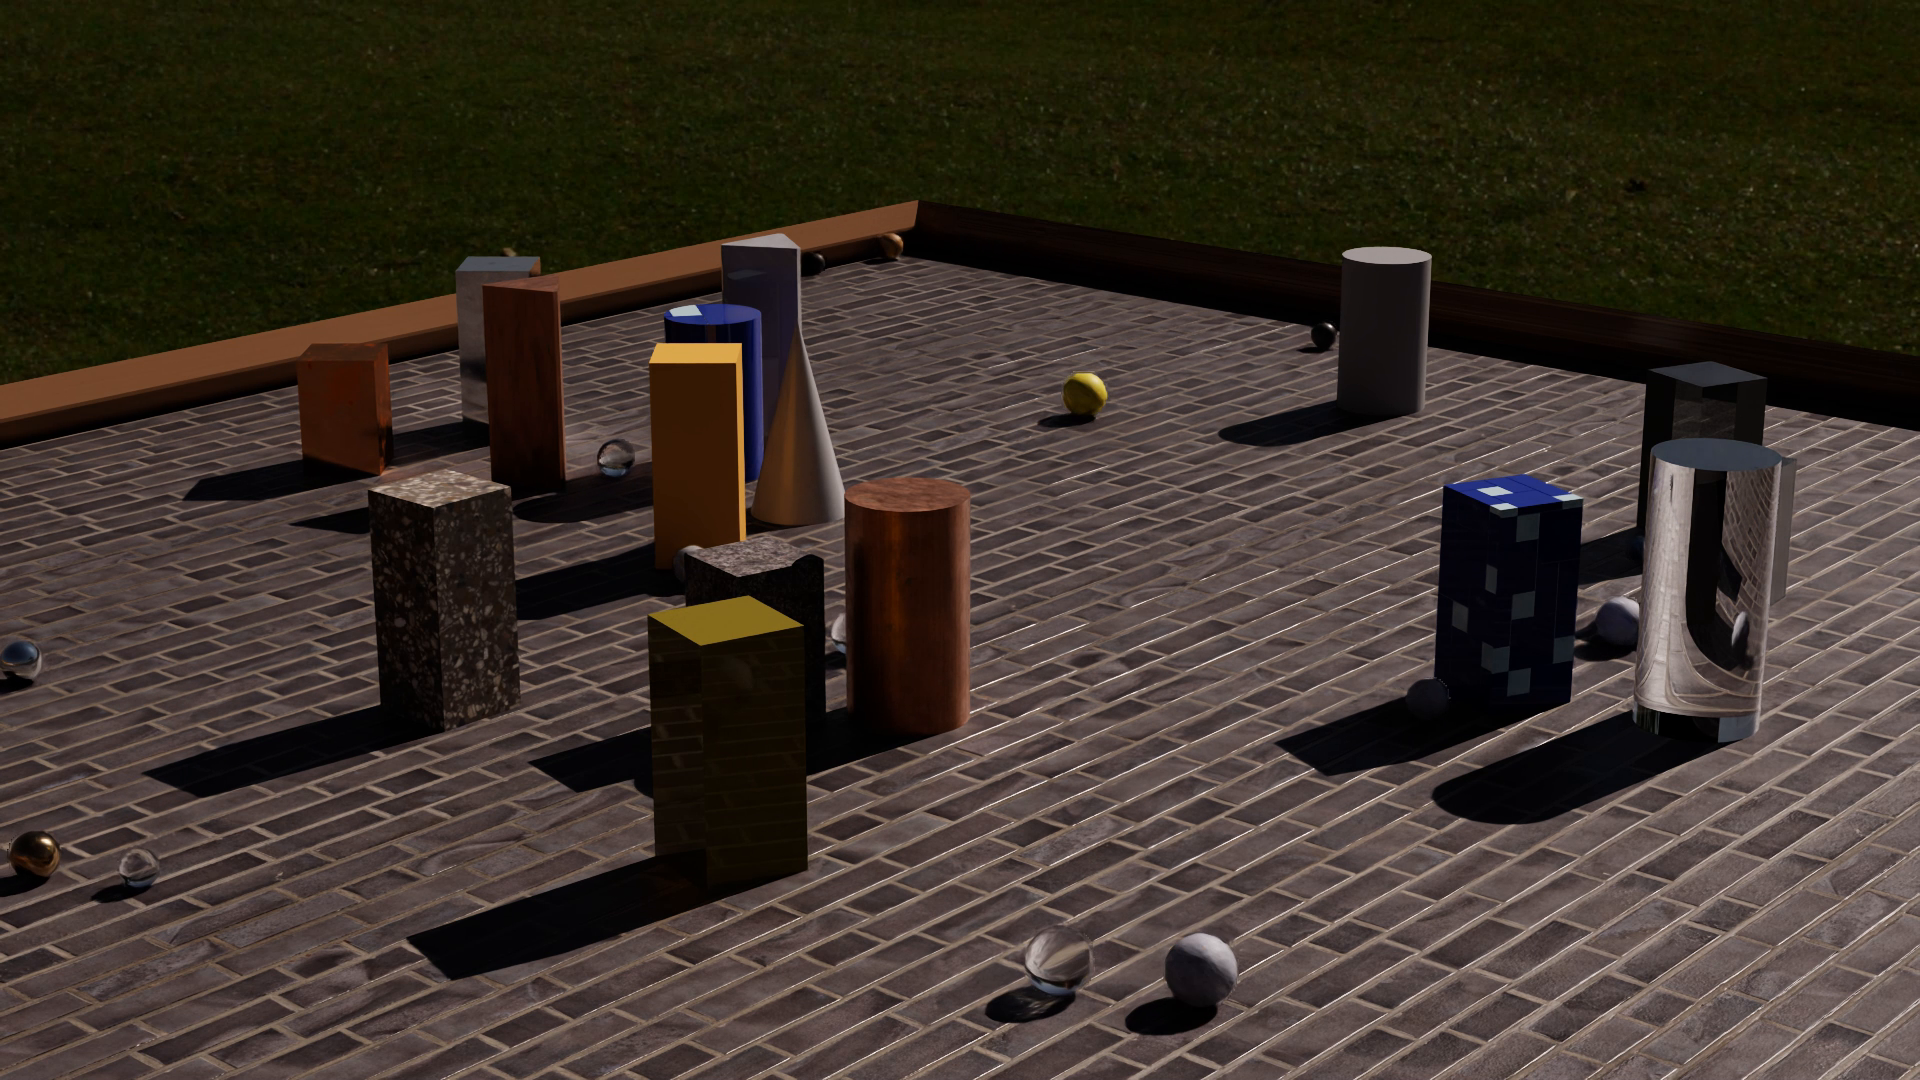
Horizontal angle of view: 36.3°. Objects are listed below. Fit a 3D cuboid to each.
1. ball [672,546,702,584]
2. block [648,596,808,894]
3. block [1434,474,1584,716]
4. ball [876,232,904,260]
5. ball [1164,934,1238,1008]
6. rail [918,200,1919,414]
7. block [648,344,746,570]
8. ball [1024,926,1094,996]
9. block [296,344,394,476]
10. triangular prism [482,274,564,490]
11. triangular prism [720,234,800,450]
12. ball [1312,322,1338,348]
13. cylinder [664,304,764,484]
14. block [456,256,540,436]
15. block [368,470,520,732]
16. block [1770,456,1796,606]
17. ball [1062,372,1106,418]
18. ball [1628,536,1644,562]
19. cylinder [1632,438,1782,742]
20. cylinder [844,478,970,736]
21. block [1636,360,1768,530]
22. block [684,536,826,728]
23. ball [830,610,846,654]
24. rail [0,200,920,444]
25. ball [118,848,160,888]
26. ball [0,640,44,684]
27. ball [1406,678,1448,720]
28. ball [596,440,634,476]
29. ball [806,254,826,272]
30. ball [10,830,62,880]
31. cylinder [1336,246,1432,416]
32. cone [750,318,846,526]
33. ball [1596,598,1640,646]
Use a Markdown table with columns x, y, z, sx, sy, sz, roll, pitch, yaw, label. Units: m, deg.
| x | y | z | sx | sy | sz | roll | pitch | yaw | label |
| --- | --- | --- | --- | --- | --- | --- | --- | --- | --- |
| -0.471 | 0.045 | 5.172 | 0.070 | 0.070 | 0.070 | 0 | 17 | 0 | ball |
| -0.311 | 0.273 | 3.937 | 0.153 | 0.348 | 0.153 | -10 | 20 | -31 | block |
| 0.856 | 0.084 | 4.587 | 0.153 | 0.333 | 0.153 | -8 | 18 | -24 | block |
| -0.190 | -0.797 | 7.956 | 0.072 | 0.072 | 0.072 | 0 | 17 | 0 | ball |
| 0.293 | 0.522 | 3.559 | 0.089 | 0.089 | 0.089 | 0 | 17 | 0 | ball |
| 1.500 | -0.468 | 6.775 | 4.322 | 0.124 | 0.045 | 14 | 22 | 39 | rail |
| -0.471 | -0.152 | 5.286 | 0.153 | 0.380 | 0.153 | 0 | 17 | 0 | block |
| 0.121 | 0.515 | 3.589 | 0.085 | 0.085 | 0.085 | 0 | 17 | 0 | ball |
| -1.237 | -0.264 | 5.907 | 0.153 | 0.236 | 0.153 | 0 | 17 | 0 | block |
| -0.828 | -0.317 | 5.805 | 0.166 | 0.397 | 0.144 | 7 | 18 | 22 | triangular prism |
| -0.388 | -0.410 | 6.063 | 0.166 | 0.426 | 0.144 | 4 | 17 | 13 | triangular prism |
| 0.862 | -0.485 | 6.941 | 0.061 | 0.061 | 0.061 | 0 | 17 | 0 | ball |
| -0.488 | -0.288 | 5.830 | 0.191 | 0.328 | 0.191 | 0 | 17 | 0 | cylinder |
| -0.966 | -0.408 | 6.183 | 0.153 | 0.353 | 0.153 | 0 | 17 | 1 | block |
| -0.794 | 0.091 | 4.524 | 0.153 | 0.356 | 0.153 | 14 | 22 | 38 | block |
| 1.333 | -0.015 | 5.063 | 0.153 | 0.248 | 0.153 | 12 | 20 | 34 | block |
| 0.268 | -0.313 | 6.312 | 0.096 | 0.096 | 0.096 | 0 | 17 | 0 | ball |
| 1.233 | 0.016 | 5.308 | 0.047 | 0.047 | 0.047 | 0 | 17 | 0 | ball |
| 1.134 | 0.075 | 4.459 | 0.191 | 0.425 | 0.191 | 0 | 17 | 0 | cylinder |
| -0.080 | 0.101 | 4.492 | 0.191 | 0.356 | 0.191 | 0 | 17 | 0 | cylinder |
| 1.378 | -0.161 | 5.450 | 0.153 | 0.304 | 0.153 | -8 | 19 | -26 | block |
| -0.313 | 0.150 | 4.489 | 0.153 | 0.263 | 0.153 | -12 | 21 | -35 | block |
| -0.174 | 0.152 | 4.806 | 0.077 | 0.077 | 0.077 | 0 | 17 | 0 | ball |
| -1.614 | -0.374 | 6.462 | 0.045 | 0.124 | 4.624 | 14 | 22 | 39 | rail |
| -1.092 | 0.437 | 3.904 | 0.053 | 0.053 | 0.053 | 0 | 17 | 0 | ball |
| -1.499 | 0.195 | 4.681 | 0.068 | 0.068 | 0.068 | 0 | 17 | 0 | ball |
| 0.720 | 0.246 | 4.516 | 0.065 | 0.065 | 0.065 | 0 | 17 | 0 | ball |
| -0.688 | -0.163 | 5.853 | 0.074 | 0.074 | 0.074 | 0 | 17 | 0 | ball |
| -0.382 | -0.735 | 7.789 | 0.051 | 0.051 | 0.051 | 0 | 17 | 0 | ball |
| -1.239 | 0.423 | 3.929 | 0.066 | 0.066 | 0.066 | 0 | 17 | 0 | ball |
| 0.921 | -0.455 | 6.372 | 0.191 | 0.333 | 0.191 | 0 | 17 | 0 | cylinder |
| -0.306 | -0.237 | 5.571 | 0.191 | 0.380 | 0.191 | 0 | 17 | 0 | cone |
| 1.094 | 0.135 | 4.853 | 0.081 | 0.081 | 0.081 | 0 | 17 | 0 | ball |
